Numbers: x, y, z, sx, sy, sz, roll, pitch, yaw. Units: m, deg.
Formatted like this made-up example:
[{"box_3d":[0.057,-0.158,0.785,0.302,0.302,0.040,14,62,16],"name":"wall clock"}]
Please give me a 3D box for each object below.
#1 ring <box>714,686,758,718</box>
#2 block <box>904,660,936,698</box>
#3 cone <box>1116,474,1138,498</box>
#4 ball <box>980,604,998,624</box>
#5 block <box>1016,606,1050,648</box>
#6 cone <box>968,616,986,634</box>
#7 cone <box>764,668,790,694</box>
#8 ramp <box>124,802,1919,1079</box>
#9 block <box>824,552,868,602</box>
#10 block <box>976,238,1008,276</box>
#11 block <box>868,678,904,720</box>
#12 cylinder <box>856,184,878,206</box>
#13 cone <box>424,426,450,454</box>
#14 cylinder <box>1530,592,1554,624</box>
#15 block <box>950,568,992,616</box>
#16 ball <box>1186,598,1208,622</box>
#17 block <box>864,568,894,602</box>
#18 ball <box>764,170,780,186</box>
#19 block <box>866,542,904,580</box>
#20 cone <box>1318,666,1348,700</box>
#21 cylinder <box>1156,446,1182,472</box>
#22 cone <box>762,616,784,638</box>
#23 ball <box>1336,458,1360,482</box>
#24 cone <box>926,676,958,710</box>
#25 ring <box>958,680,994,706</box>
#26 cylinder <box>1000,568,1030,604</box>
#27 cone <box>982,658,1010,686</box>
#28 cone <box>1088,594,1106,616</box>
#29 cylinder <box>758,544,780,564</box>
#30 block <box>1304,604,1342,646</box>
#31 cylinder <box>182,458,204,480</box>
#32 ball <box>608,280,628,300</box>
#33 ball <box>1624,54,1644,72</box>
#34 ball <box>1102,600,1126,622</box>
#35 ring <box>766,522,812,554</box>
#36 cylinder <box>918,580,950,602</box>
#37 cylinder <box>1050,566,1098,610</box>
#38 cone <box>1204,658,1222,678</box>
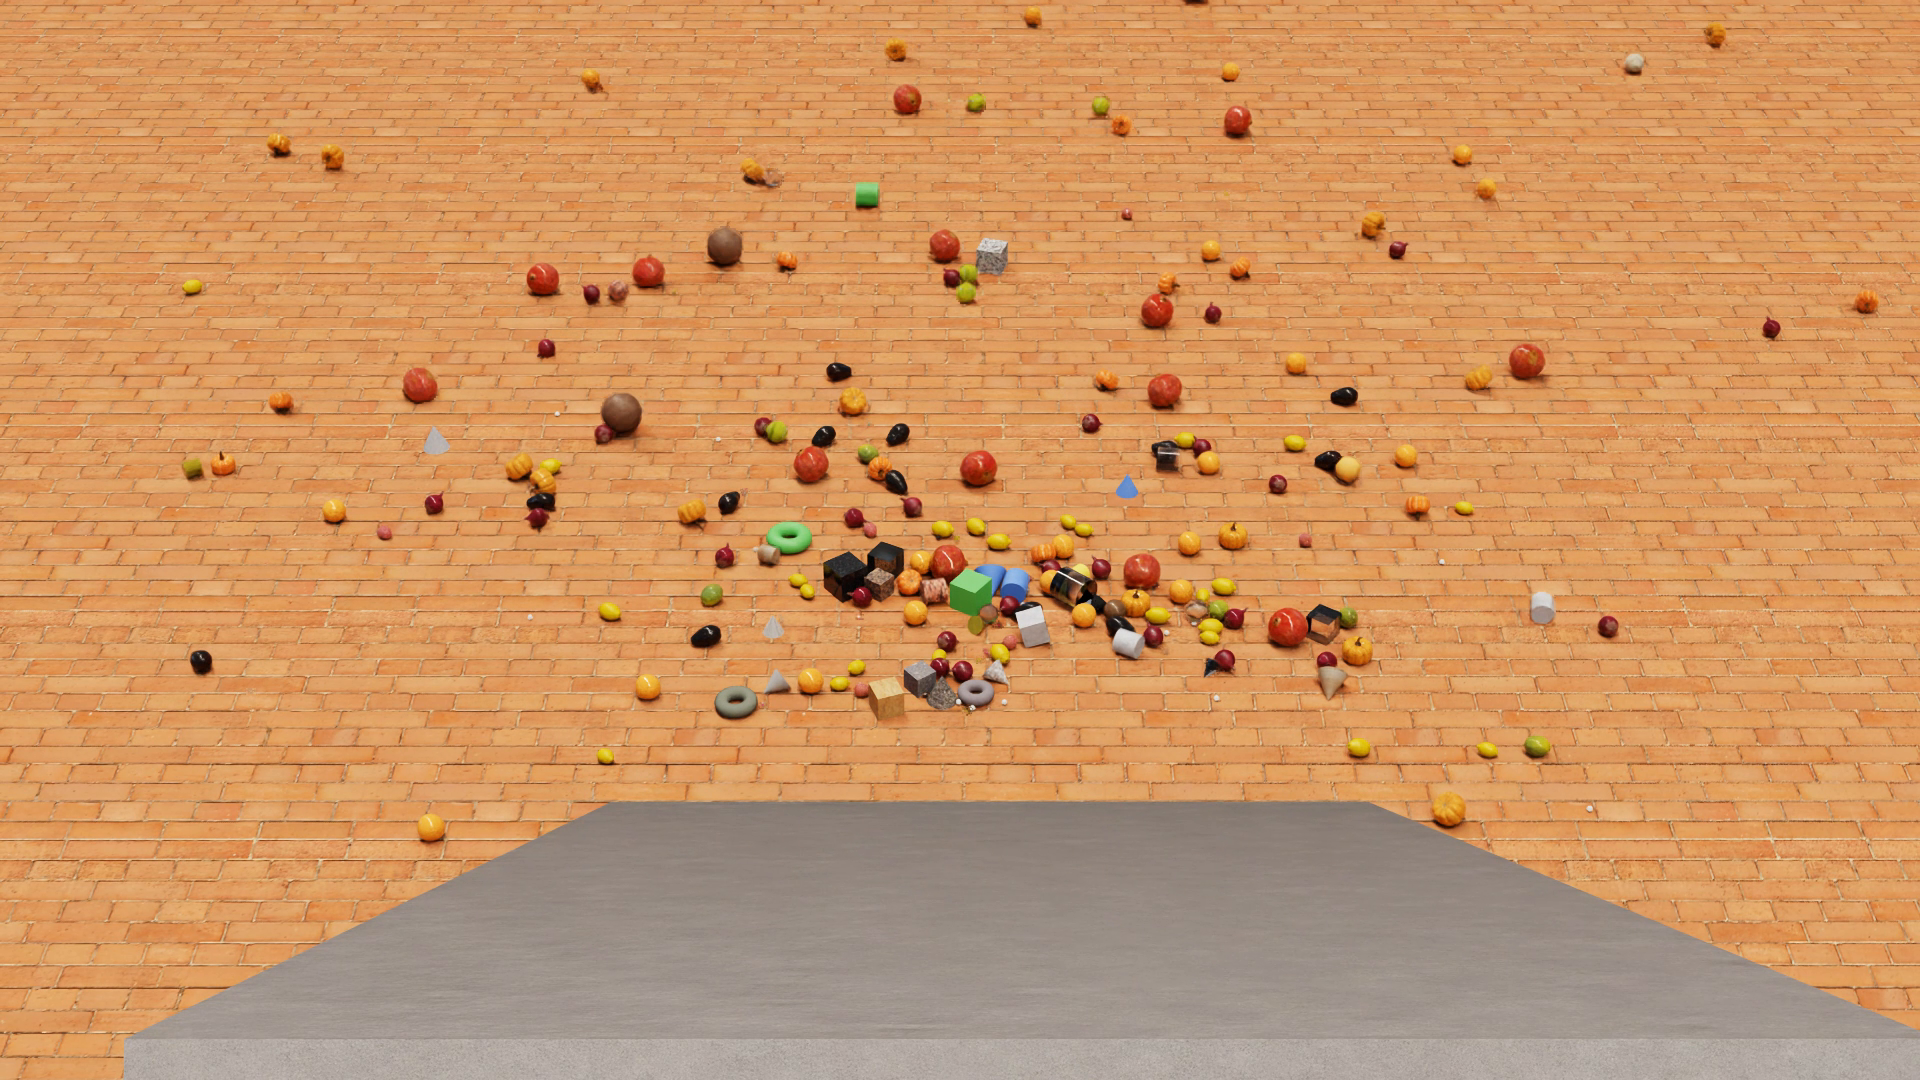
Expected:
[{"box_3d":[-0.629,0.454,7.294,0.122,0.041,0.122,-1,36,1],"name":"ring"},{"box_3d":[-0.113,0.394,7.356,0.066,0.066,0.066,-24,42,-30],"name":"block"},{"box_3d":[0.525,-0.179,8.152,0.071,0.071,0.071,0,36,0],"name":"cone"},{"box_3d":[0.084,0.216,7.612,0.056,0.056,0.056,0,36,0],"name":"ball"},{"box_3d":[0.212,0.252,7.531,0.076,0.076,0.076,-16,36,2],"name":"block"},{"box_3d":[0.062,0.248,7.595,0.057,0.057,0.057,30,19,35],"name":"cone"},{"box_3d":[-0.529,0.413,7.357,0.074,0.074,0.074,-38,44,-5],"name":"cone"},{"box_3d":[0.078,0.670,4.861,2.000,0.100,4.000,0,-2,0],"name":"ramp"},{"box_3d":[-0.340,0.110,7.728,0.095,0.095,0.095,-24,42,-29],"name":"block"},{"box_3d":[0.115,-1.014,9.302,0.090,0.090,0.090,10,37,14],"name":"block"},{"box_3d":[-0.206,0.444,7.275,0.078,0.078,0.078,-13,37,-17],"name":"block"},{"box_3d":[-0.346,-1.286,9.689,0.082,0.082,0.082,1,36,2],"name":"cylinder"},{"box_3d":[-1.688,-0.334,8.356,0.085,0.085,0.085,0,36,0],"name":"cone"},{"box_3d":[1.708,0.199,7.628,0.066,0.066,0.066,6,37,8],"name":"cylinder"},{"box_3d":[0.032,0.156,7.668,0.089,0.089,0.089,21,41,27],"name":"block"},{"box_3d":[0.694,0.206,7.619,0.066,0.066,0.066,0,36,0],"name":"ball"},{"box_3d":[-0.240,0.134,7.721,0.064,0.064,0.064,24,42,30],"name":"block"},{"box_3d":[-0.708,-1.367,9.820,0.061,0.061,0.061,0,36,0],"name":"ball"},{"box_3d":[-0.223,0.067,7.800,0.080,0.080,0.080,19,40,24],"name":"block"},{"box_3d":[1.047,0.417,7.346,0.089,0.089,0.089,9,63,12],"name":"cone"},{"box_3d":[0.663,-0.258,8.260,0.073,0.073,0.073,5,36,7],"name":"cylinder"},{"box_3d":[-0.545,0.243,7.570,0.063,0.063,0.063,0,36,0],"name":"cone"},{"box_3d":[1.226,-0.224,8.210,0.077,0.077,0.077,0,36,0],"name":"ball"},{"box_3d":[-0.050,0.415,7.308,0.088,0.088,0.088,0,36,0],"name":"cone"},{"box_3d":[0.045,0.431,7.331,0.106,0.035,0.106,0,33,0],"name":"ring"},{"box_3d":[0.163,0.137,7.706,0.077,0.077,0.077,5,36,8],"name":"cylinder"},{"box_3d":[0.114,0.388,7.393,0.072,0.072,0.072,43,48,10],"name":"cone"},{"box_3d":[0.395,0.204,7.653,0.065,0.065,0.065,-48,51,-11],"name":"cone"},{"box_3d":[-0.579,0.043,7.859,0.051,0.051,0.051,15,38,19],"name":"cylinder"},{"box_3d":[1.055,0.246,7.554,0.075,0.075,0.075,24,42,30],"name":"block"},{"box_3d":[-2.432,-0.226,8.233,0.053,0.053,0.053,-20,40,-26],"name":"cylinder"},{"box_3d":[-1.203,-0.876,9.127,0.070,0.070,0.070,0,36,0],"name":"ball"},{"box_3d":[2.755,-1.949,10.620,0.076,0.076,0.076,0,36,0],"name":"ball"},{"box_3d":[0.454,0.208,7.612,0.070,0.070,0.070,0,36,0],"name":"ball"},{"box_3d":[-0.521,-0.007,7.933,0.140,0.047,0.140,1,35,-1],"name":"ring"},{"box_3d":[-0.077,0.151,7.693,0.069,0.069,0.069,2,31,-30],"name":"cylinder"},{"box_3d":[0.336,0.143,7.677,0.100,0.100,0.100,29,44,34],"name":"cylinder"},{"box_3d":[0.711,0.374,7.420,0.053,0.053,0.053,25,70,31],"name":"cone"}]
